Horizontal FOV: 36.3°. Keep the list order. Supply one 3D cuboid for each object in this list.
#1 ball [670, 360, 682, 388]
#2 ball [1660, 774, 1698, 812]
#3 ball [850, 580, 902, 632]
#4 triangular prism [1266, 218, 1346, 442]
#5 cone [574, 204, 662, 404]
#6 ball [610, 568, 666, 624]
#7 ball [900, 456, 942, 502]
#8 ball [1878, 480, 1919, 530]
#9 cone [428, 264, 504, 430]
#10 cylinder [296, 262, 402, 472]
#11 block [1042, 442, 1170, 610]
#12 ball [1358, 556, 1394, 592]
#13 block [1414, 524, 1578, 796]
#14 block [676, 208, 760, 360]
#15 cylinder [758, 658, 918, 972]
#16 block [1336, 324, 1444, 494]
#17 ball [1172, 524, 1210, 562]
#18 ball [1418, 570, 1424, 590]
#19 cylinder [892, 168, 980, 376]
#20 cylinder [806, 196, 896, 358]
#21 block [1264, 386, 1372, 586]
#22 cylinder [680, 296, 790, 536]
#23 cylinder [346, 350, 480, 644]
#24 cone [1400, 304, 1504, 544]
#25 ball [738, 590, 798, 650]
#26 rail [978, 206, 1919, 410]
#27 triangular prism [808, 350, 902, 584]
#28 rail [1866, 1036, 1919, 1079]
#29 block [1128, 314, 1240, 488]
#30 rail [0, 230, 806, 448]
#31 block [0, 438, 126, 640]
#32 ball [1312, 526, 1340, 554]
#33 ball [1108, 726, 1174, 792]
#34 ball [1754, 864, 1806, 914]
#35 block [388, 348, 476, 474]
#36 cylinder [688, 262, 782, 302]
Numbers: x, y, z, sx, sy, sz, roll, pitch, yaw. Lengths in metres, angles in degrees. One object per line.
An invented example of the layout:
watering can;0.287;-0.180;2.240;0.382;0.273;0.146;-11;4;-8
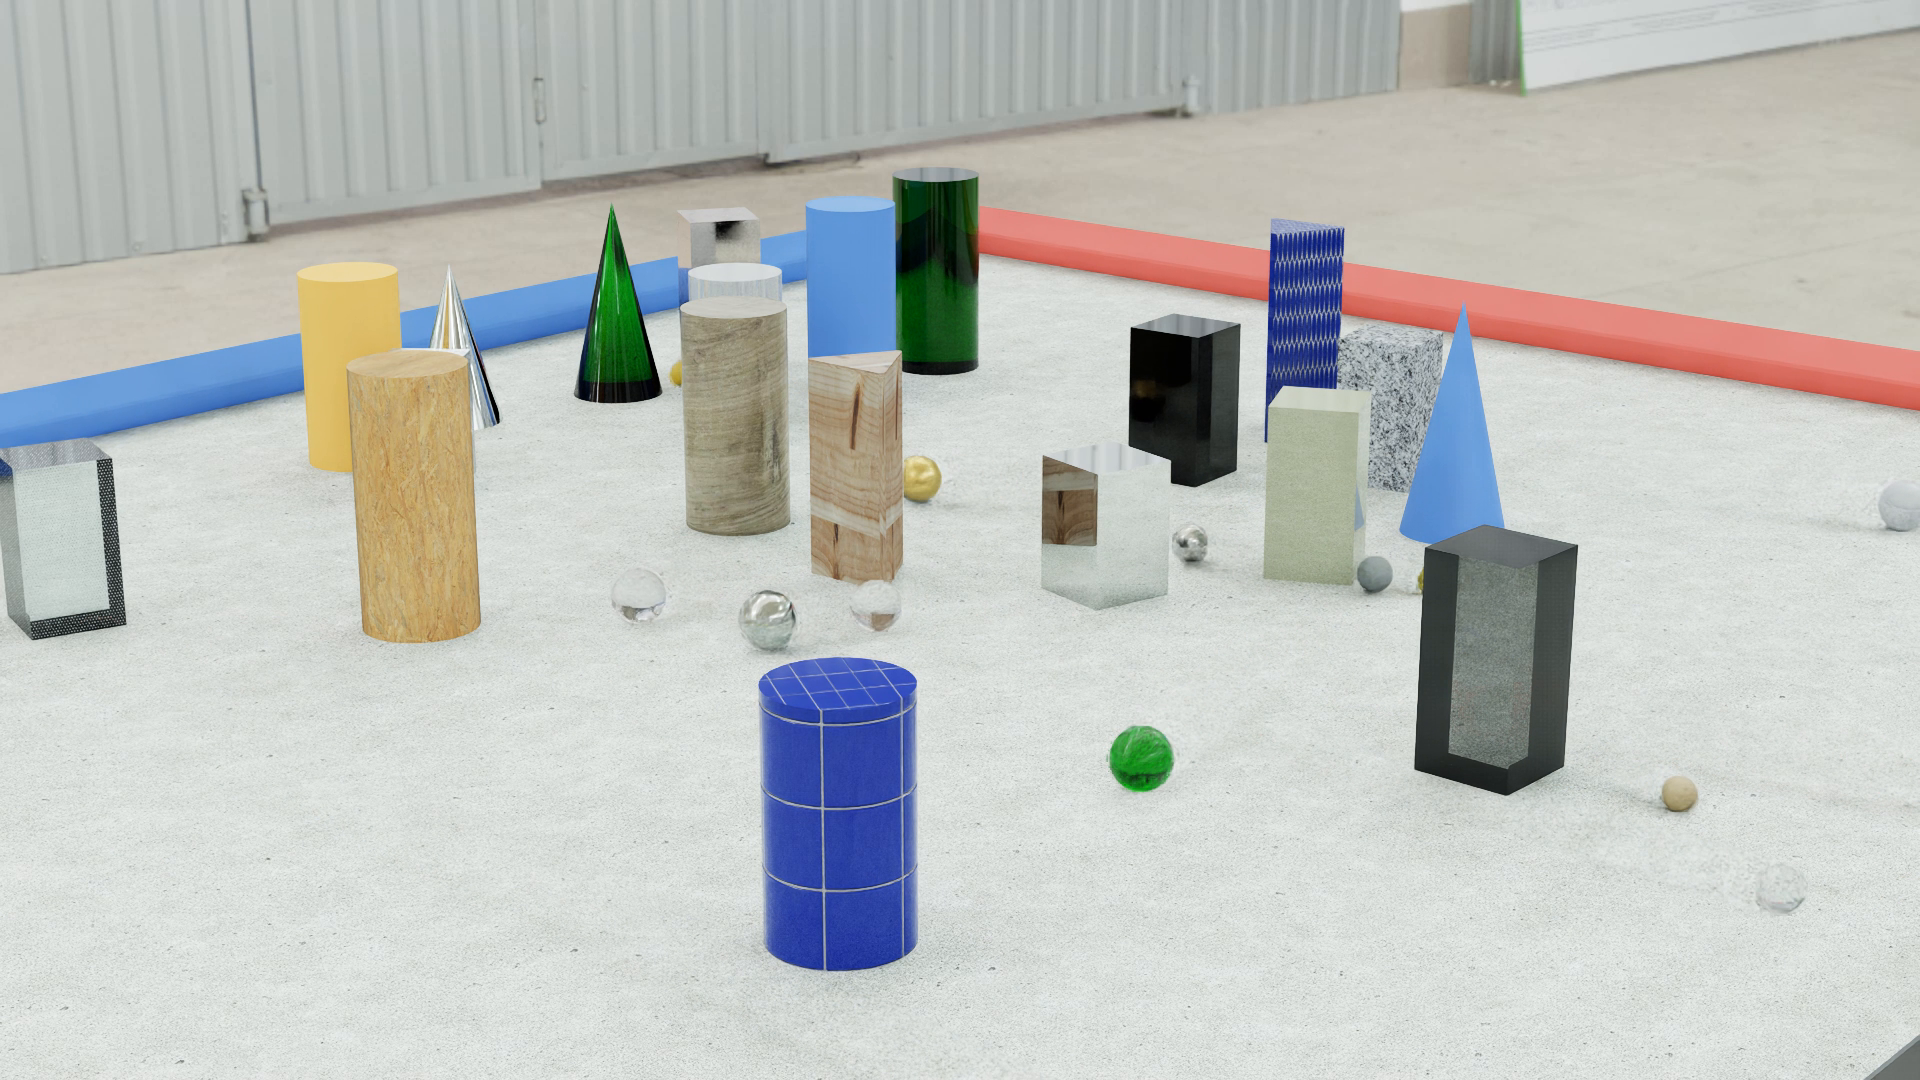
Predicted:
ball;-0.620;-0.373;6.585;0.061;0.061;0.061;0;17;0
ball;1.023;0.360;4.170;0.051;0.051;0.051;0;17;0
ball;-0.141;0.110;4.934;0.088;0.088;0.088;0;17;0
triangular prism;0.689;-0.445;6.164;0.172;0.442;0.149;-7;18;-23
cone;-0.763;-0.535;6.484;0.198;0.431;0.198;0;17;0
ball;-0.545;0.095;4.975;0.094;0.094;0.094;0;17;0
ball;-0.081;-0.119;5.690;0.091;0.091;0.091;0;17;0
ball;1.773;-0.065;5.506;0.095;0.095;0.095;0;17;0
cone;-1.083;-0.422;6.261;0.198;0.343;0.198;0;17;0
cylinder;-1.231;-0.352;5.946;0.198;0.390;0.198;0;17;0
block;0.254;-0.026;5.120;0.159;0.243;0.159;-11;20;-33
ball;0.729;0.060;5.145;0.063;0.063;0.063;0;17;0
block;0.782;0.173;4.285;0.159;0.343;0.159;15;22;40
block;-0.546;-0.558;6.672;0.159;0.367;0.159;-5;17;-15
cylinder;-0.152;0.345;3.708;0.198;0.347;0.198;0;17;0
block;0.850;-0.263;5.819;0.159;0.293;0.159;9;19;28
ball;0.418;0.005;5.318;0.068;0.068;0.068;0;17;0
ball;0.825;0.072;5.129;0.050;0.050;0.050;0;17;0
cylinder;-0.055;-0.618;6.733;0.198;0.446;0.198;0;17;0
cylinder;-0.242;-0.543;6.536;0.198;0.416;0.198;0;17;0
block;0.638;-0.098;5.232;0.159;0.316;0.159;5;17;15
cylinder;-0.421;-0.234;5.511;0.198;0.415;0.198;0;17;0
cylinder;-0.914;-0.074;4.912;0.198;0.454;0.198;0;17;0
cone;0.925;-0.229;5.444;0.198;0.443;0.198;0;17;0
ball;-0.318;0.132;4.843;0.099;0.099;0.099;0;17;0
rail;1.531;-0.476;6.808;4.184;0.129;0.045;14;22;39
triangular prism;-0.153;-0.132;5.209;0.172;0.393;0.149;13;21;38
rail;1.562;0.423;3.821;0.045;0.129;4.717;14;22;39
block;0.448;-0.281;5.859;0.159;0.304;0.159;12;21;35
rail;-1.562;-0.359;6.418;0.045;0.129;4.717;14;22;39
block;-1.523;-0.004;4.959;0.159;0.293;0.159;-10;19;-30
ball;0.671;-0.001;5.368;0.051;0.051;0.051;0;17;0
ball;0.263;0.316;4.239;0.096;0.096;0.096;0;17;0
ball;1.072;0.456;3.829;0.065;0.065;0.065;0;17;0
block;-1.060;-0.237;5.804;0.159;0.253;0.159;1;17;4
cylinder;-0.477;-0.414;6.266;0.198;0.323;0.198;0;17;0
